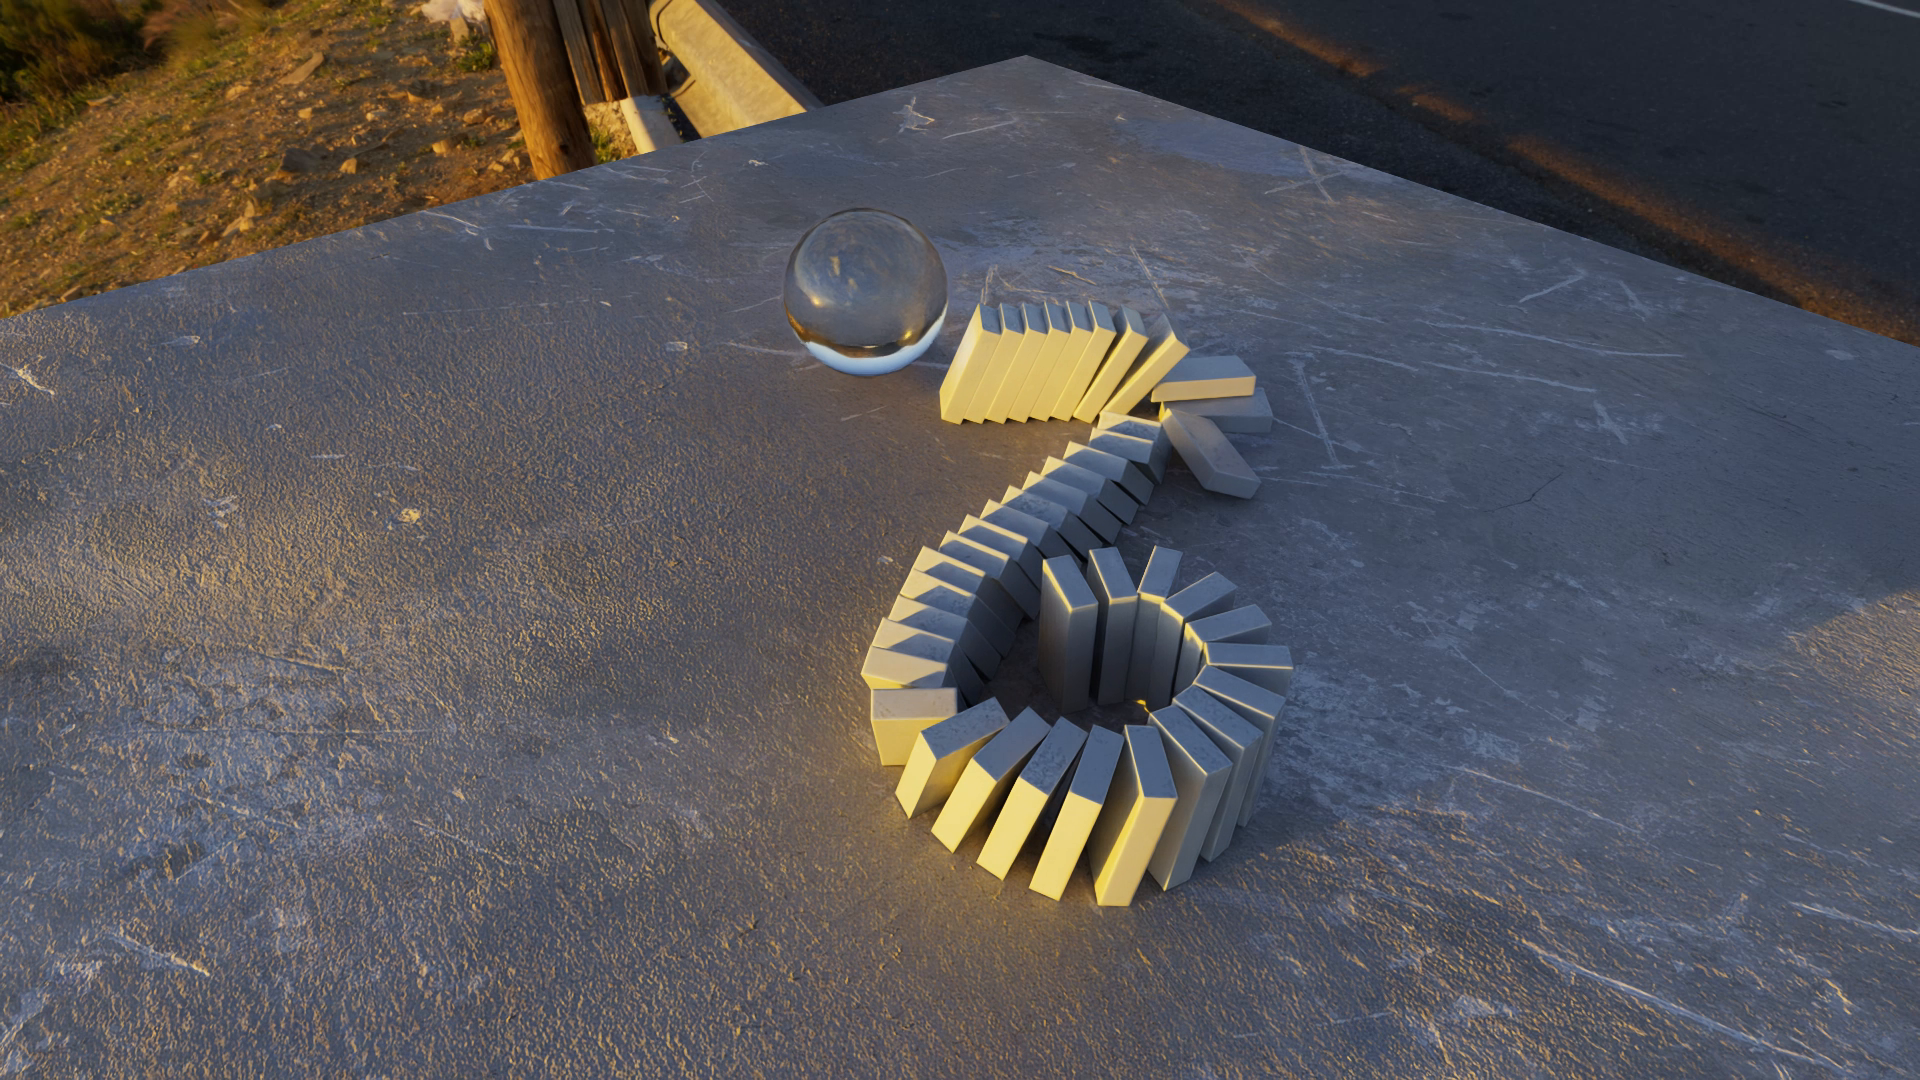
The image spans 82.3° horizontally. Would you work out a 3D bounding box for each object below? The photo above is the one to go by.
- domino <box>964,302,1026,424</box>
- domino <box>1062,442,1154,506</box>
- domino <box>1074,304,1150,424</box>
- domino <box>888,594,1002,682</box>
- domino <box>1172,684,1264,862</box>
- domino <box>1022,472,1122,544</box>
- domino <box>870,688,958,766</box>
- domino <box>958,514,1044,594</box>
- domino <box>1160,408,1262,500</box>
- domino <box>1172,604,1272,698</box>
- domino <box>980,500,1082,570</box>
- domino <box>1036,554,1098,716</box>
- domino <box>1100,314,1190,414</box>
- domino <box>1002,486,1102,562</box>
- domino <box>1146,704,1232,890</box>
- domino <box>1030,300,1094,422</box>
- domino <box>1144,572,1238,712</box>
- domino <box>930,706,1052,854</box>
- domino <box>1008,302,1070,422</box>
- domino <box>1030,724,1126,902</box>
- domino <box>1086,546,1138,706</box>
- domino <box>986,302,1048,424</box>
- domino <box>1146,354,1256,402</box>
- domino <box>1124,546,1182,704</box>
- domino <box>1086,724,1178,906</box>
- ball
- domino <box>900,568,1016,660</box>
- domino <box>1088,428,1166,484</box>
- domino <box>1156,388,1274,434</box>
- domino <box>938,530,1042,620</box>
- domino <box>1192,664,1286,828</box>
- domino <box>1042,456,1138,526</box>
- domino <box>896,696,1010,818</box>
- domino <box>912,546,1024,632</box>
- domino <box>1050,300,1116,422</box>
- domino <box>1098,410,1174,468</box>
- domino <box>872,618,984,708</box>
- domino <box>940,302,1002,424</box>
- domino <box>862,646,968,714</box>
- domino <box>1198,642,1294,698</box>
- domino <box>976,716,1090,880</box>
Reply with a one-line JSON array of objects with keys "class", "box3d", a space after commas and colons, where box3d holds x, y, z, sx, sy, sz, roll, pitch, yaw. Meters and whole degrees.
[{"class": "domino", "box3d": [0.015, -0.082, 0.512, 0.010, 0.050, 0.025, 15, 37, -16]}, {"class": "domino", "box3d": [0.061, -0.027, 0.451, 0.025, 0.009, 0.050, 20, -1, 23]}, {"class": "domino", "box3d": [0.068, -0.082, 0.512, 0.010, 0.050, 0.025, 20, 35, -19]}, {"class": "domino", "box3d": [-0.004, 0.034, 0.372, 0.025, 0.050, 0.010, 18, 76, 20]}, {"class": "domino", "box3d": [0.072, 0.070, 0.326, 0.009, 0.050, 0.025, -27, 46, -34]}, {"class": "domino", "box3d": [0.044, -0.012, 0.431, 0.025, 0.050, 0.010, 23, 87, 26]}, {"class": "domino", "box3d": [-0.013, 0.058, 0.340, 0.025, 0.050, 0.009, -1, 64, 0]}, {"class": "domino", "box3d": [0.019, 0.008, 0.404, 0.025, 0.050, 0.010, 22, 78, 25]}, {"class": "domino", "box3d": [0.109, -0.038, 0.483, 0.025, 0.010, 0.050, 10, 34, -26]}, {"class": "domino", "box3d": [0.083, 0.045, 0.356, 0.025, 0.050, 0.009, -13, 41, -16]}, {"class": "domino", "box3d": [0.027, 0.001, 0.413, 0.025, 0.050, 0.010, 23, 81, 26]}, {"class": "domino", "box3d": [0.036, 0.033, 0.372, 0.009, 0.050, 0.025, -11, 41, -13]}, {"class": "domino", "box3d": [0.084, -0.079, 0.512, 0.009, 0.050, 0.025, 29, 31, -26]}, {"class": "domino", "box3d": [0.036, -0.005, 0.422, 0.025, 0.050, 0.010, 23, 85, 26]}, {"class": "domino", "box3d": [0.061, 0.075, 0.319, 0.010, 0.050, 0.025, -13, 41, -28]}, {"class": "domino", "box3d": [0.045, -0.083, 0.513, 0.009, 0.050, 0.025, 15, 36, -16]}, {"class": "domino", "box3d": [0.077, 0.037, 0.367, 0.025, 0.050, 0.010, -25, 46, -28]}, {"class": "domino", "box3d": [0.009, 0.071, 0.324, 0.010, 0.050, 0.025, 42, 53, 16]}, {"class": "domino", "box3d": [0.035, -0.082, 0.512, 0.009, 0.050, 0.025, 15, 36, -16]}, {"class": "domino", "box3d": [0.033, 0.079, 0.315, 0.009, 0.050, 0.025, 21, 43, 9]}, {"class": "domino", "box3d": [0.050, 0.030, 0.375, 0.009, 0.050, 0.025, -6, 40, -8]}, {"class": "domino", "box3d": [0.025, -0.082, 0.512, 0.009, 0.050, 0.025, 15, 37, -16]}, {"class": "domino", "box3d": [0.112, -0.077, 0.522, 0.050, 0.010, 0.025, -5, 34, -8]}, {"class": "domino", "box3d": [0.066, 0.030, 0.375, 0.010, 0.050, 0.025, 14, 41, 16]}, {"class": "domino", "box3d": [0.048, 0.079, 0.314, 0.009, 0.050, 0.025, 4, 39, -10]}, {"class": "ball", "box3d": [-0.045, -0.119, 0.534, 0.080, 0.080, 0.080, 0, 39, 0]}, {"class": "domino", "box3d": [0.000, 0.026, 0.382, 0.025, 0.050, 0.010, 22, 78, 25]}, {"class": "domino", "box3d": [0.071, -0.035, 0.460, 0.025, 0.010, 0.050, 15, -2, 17]}, {"class": "domino", "box3d": [0.119, -0.062, 0.519, 0.050, 0.010, 0.025, 1, 39, 1]}, {"class": "domino", "box3d": [0.012, 0.014, 0.397, 0.025, 0.050, 0.009, 22, 78, 25]}, {"class": "domino", "box3d": [0.081, 0.063, 0.334, 0.025, 0.050, 0.009, 23, 43, 25]}, {"class": "domino", "box3d": [0.053, -0.019, 0.441, 0.025, 0.050, 0.010, 23, 89, 25]}, {"class": "domino", "box3d": [-0.003, 0.066, 0.331, 0.025, 0.050, 0.009, -22, 65, -24]}, {"class": "domino", "box3d": [0.004, 0.019, 0.391, 0.025, 0.050, 0.010, 22, 78, 25]}, {"class": "domino", "box3d": [0.055, -0.083, 0.513, 0.010, 0.050, 0.025, 15, 36, -16]}, {"class": "domino", "box3d": [0.076, -0.043, 0.470, 0.025, 0.009, 0.050, 15, -2, 17]}, {"class": "domino", "box3d": [-0.009, 0.042, 0.362, 0.025, 0.050, 0.009, 16, 71, 18]}, {"class": "domino", "box3d": [0.004, -0.082, 0.511, 0.010, 0.050, 0.025, 15, 37, -16]}, {"class": "domino", "box3d": [-0.013, 0.049, 0.352, 0.025, 0.050, 0.009, 12, 66, 14]}, {"class": "domino", "box3d": [0.087, 0.054, 0.345, 0.025, 0.050, 0.009, 2, 38, 3]}, {"class": "domino", "box3d": [0.021, 0.075, 0.319, 0.009, 0.050, 0.025, 31, 47, 13]}]
